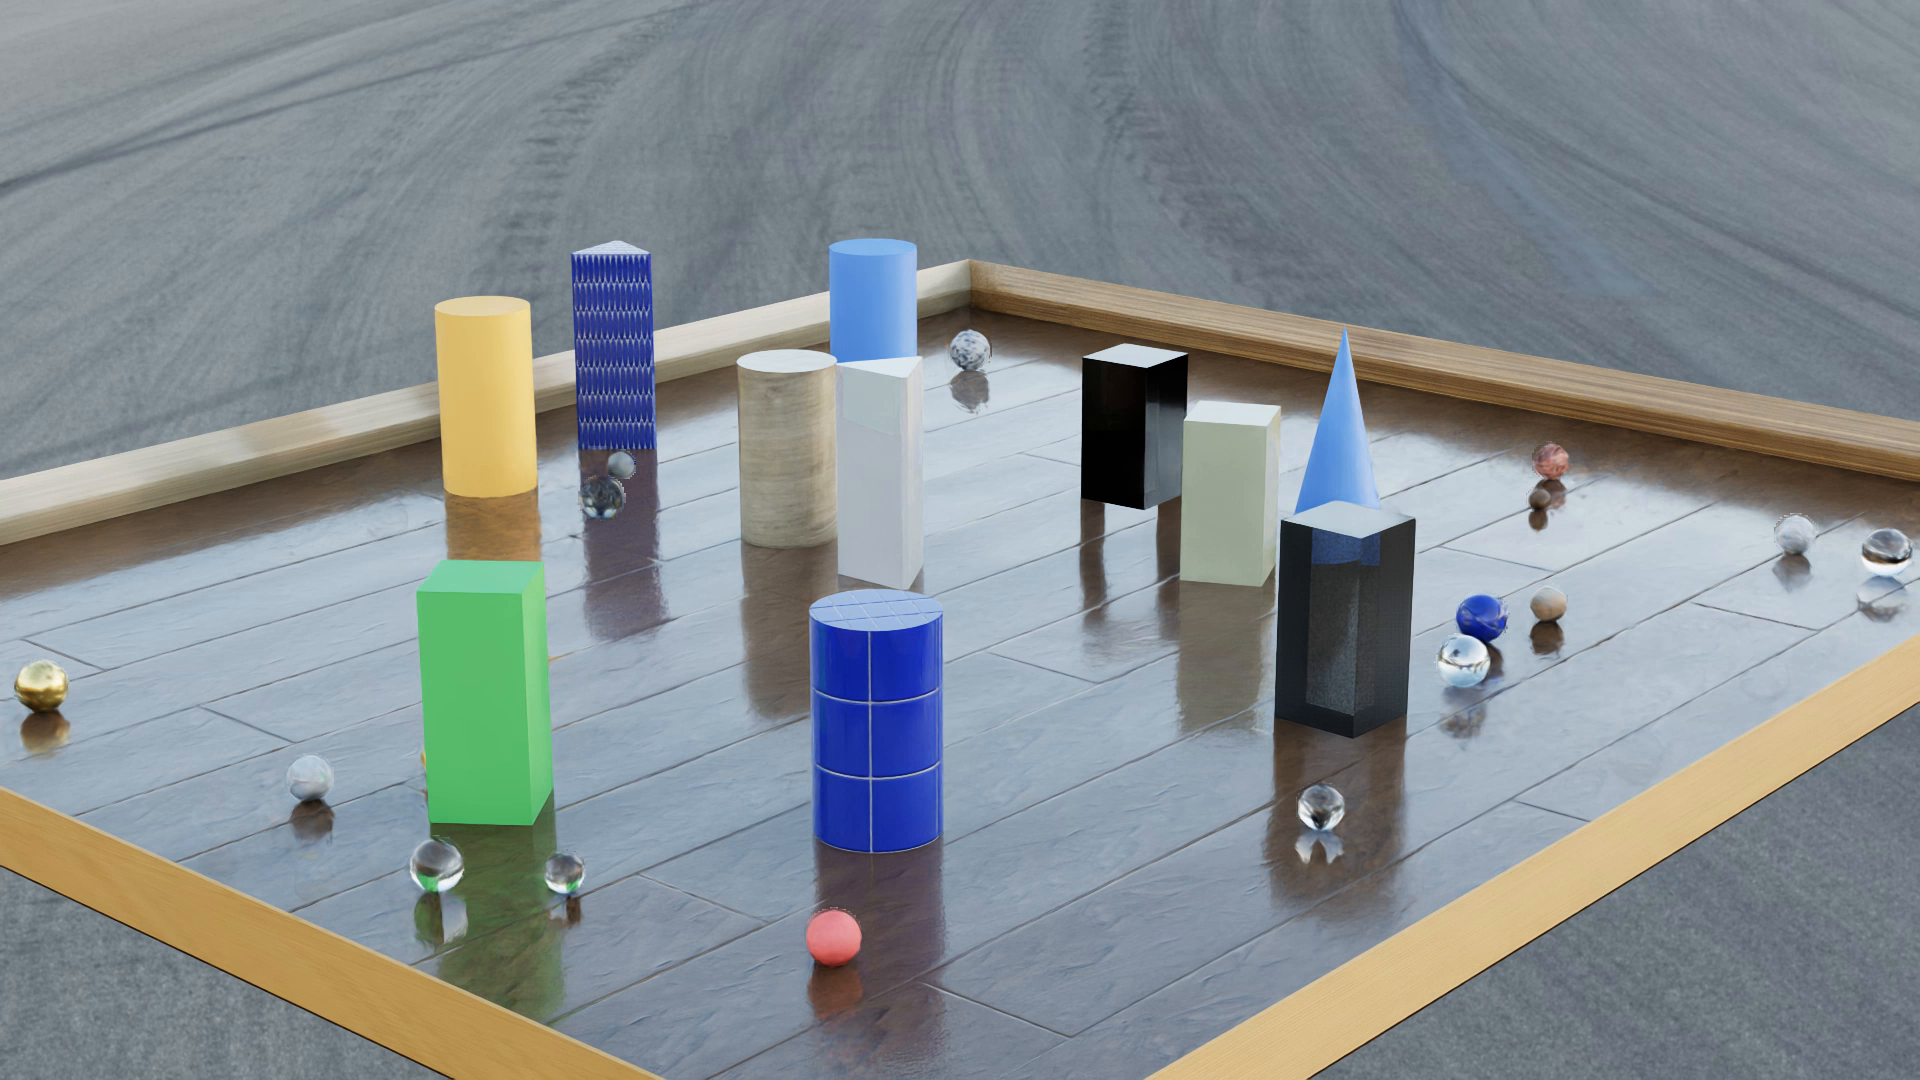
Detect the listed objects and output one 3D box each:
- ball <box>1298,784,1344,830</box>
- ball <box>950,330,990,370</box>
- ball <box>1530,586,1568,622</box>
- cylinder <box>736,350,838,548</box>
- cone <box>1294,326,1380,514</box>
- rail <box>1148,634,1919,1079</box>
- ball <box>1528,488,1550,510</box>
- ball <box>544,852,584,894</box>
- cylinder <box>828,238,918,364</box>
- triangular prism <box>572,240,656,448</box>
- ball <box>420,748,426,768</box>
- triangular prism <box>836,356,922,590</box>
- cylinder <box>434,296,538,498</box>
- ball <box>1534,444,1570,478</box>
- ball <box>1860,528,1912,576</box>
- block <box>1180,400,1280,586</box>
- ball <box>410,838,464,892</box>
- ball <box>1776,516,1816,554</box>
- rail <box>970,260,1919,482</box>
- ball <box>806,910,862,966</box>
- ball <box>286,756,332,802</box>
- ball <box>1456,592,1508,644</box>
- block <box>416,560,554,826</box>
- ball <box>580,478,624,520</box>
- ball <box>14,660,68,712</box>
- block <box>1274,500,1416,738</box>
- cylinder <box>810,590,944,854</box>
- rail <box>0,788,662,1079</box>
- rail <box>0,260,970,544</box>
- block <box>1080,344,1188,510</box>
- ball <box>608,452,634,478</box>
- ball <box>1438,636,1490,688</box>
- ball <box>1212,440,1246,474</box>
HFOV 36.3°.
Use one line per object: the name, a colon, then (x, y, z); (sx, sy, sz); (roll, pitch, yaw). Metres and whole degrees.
ball: (0.504, 0.373, 4.086); (0.065, 0.065, 0.065); (0, 17, 0)
ball: (0.023, -0.434, 6.703); (0.092, 0.092, 0.092); (0, 17, 0)
ball: (0.996, 0.109, 4.963); (0.062, 0.062, 0.062); (0, 17, 0)
cylinder: (-0.317, -0.169, 5.416); (0.183, 0.332, 0.183); (0, 17, 0)
cone: (0.696, -0.192, 5.357); (0.183, 0.410, 0.183); (0, 17, 0)
rail: (1.123, 0.312, 4.188); (0.045, 0.119, 3.549); (14, 22, 39)
ball: (1.109, -0.077, 5.610); (0.042, 0.042, 0.042); (0, 17, 0)
ball: (-0.524, 0.440, 3.881); (0.054, 0.054, 0.054); (0, 17, 0)
cylinder: (-0.182, -0.428, 6.179); (0.183, 0.384, 0.183); (0, 17, 0)
triangular prism: (-0.707, -0.404, 6.057); (0.159, 0.409, 0.137); (0, 17, 0)
ball: (-0.760, 0.317, 4.286); (0.055, 0.055, 0.055); (0, 17, 0)
triangular prism: (-0.113, -0.125, 5.182); (0.159, 0.383, 0.137); (13, 21, 37)
cylinder: (-0.926, -0.281, 5.736); (0.183, 0.361, 0.183); (0, 17, 0)
ball: (1.175, -0.156, 5.826); (0.069, 0.069, 0.069); (0, 17, 0)
ball: (1.645, 0.022, 5.205); (0.087, 0.087, 0.087); (0, 17, 0)
block: (0.480, -0.084, 5.201); (0.147, 0.292, 0.147); (5, 17, 15)
ball: (-0.693, 0.431, 3.883); (0.071, 0.071, 0.071); (0, 17, 0)
ball: (1.522, -0.009, 5.338); (0.070, 0.070, 0.070); (0, 17, 0)
rail: (1.148, -0.353, 6.387); (3.022, 0.119, 0.045); (14, 22, 39)
ball: (-0.158, 0.498, 3.664); (0.070, 0.070, 0.070); (0, 17, 0)
ball: (-0.930, 0.341, 4.191); (0.065, 0.065, 0.065); (0, 17, 0)
ball: (0.865, 0.129, 4.858); (0.083, 0.083, 0.083); (0, 17, 0)
block: (-0.667, 0.214, 4.133); (0.147, 0.341, 0.147); (1, 17, 4)
ball: (-0.677, -0.079, 5.548); (0.081, 0.081, 0.081); (0, 17, 0)
ball: (-1.423, 0.227, 4.543); (0.079, 0.079, 0.079); (0, 17, 0)
block: (0.589, 0.119, 4.488); (0.147, 0.317, 0.147); (15, 22, 40)
cylinder: (-0.115, 0.249, 4.054); (0.183, 0.321, 0.183); (0, 17, 0)
rail: (-1.148, 0.413, 3.856); (3.022, 0.119, 0.045); (14, 22, 39)
rail: (-1.123, -0.253, 6.055); (0.045, 0.119, 3.549); (14, 22, 39)
block: (0.337, -0.221, 5.673); (0.147, 0.281, 0.147); (12, 21, 35)
ball: (-0.674, -0.148, 5.825); (0.054, 0.054, 0.054); (0, 17, 0)
ball: (0.799, 0.193, 4.649); (0.083, 0.083, 0.083); (0, 17, 0)
ball: (0.536, -0.165, 5.856); (0.067, 0.067, 0.067); (0, 17, 0)
